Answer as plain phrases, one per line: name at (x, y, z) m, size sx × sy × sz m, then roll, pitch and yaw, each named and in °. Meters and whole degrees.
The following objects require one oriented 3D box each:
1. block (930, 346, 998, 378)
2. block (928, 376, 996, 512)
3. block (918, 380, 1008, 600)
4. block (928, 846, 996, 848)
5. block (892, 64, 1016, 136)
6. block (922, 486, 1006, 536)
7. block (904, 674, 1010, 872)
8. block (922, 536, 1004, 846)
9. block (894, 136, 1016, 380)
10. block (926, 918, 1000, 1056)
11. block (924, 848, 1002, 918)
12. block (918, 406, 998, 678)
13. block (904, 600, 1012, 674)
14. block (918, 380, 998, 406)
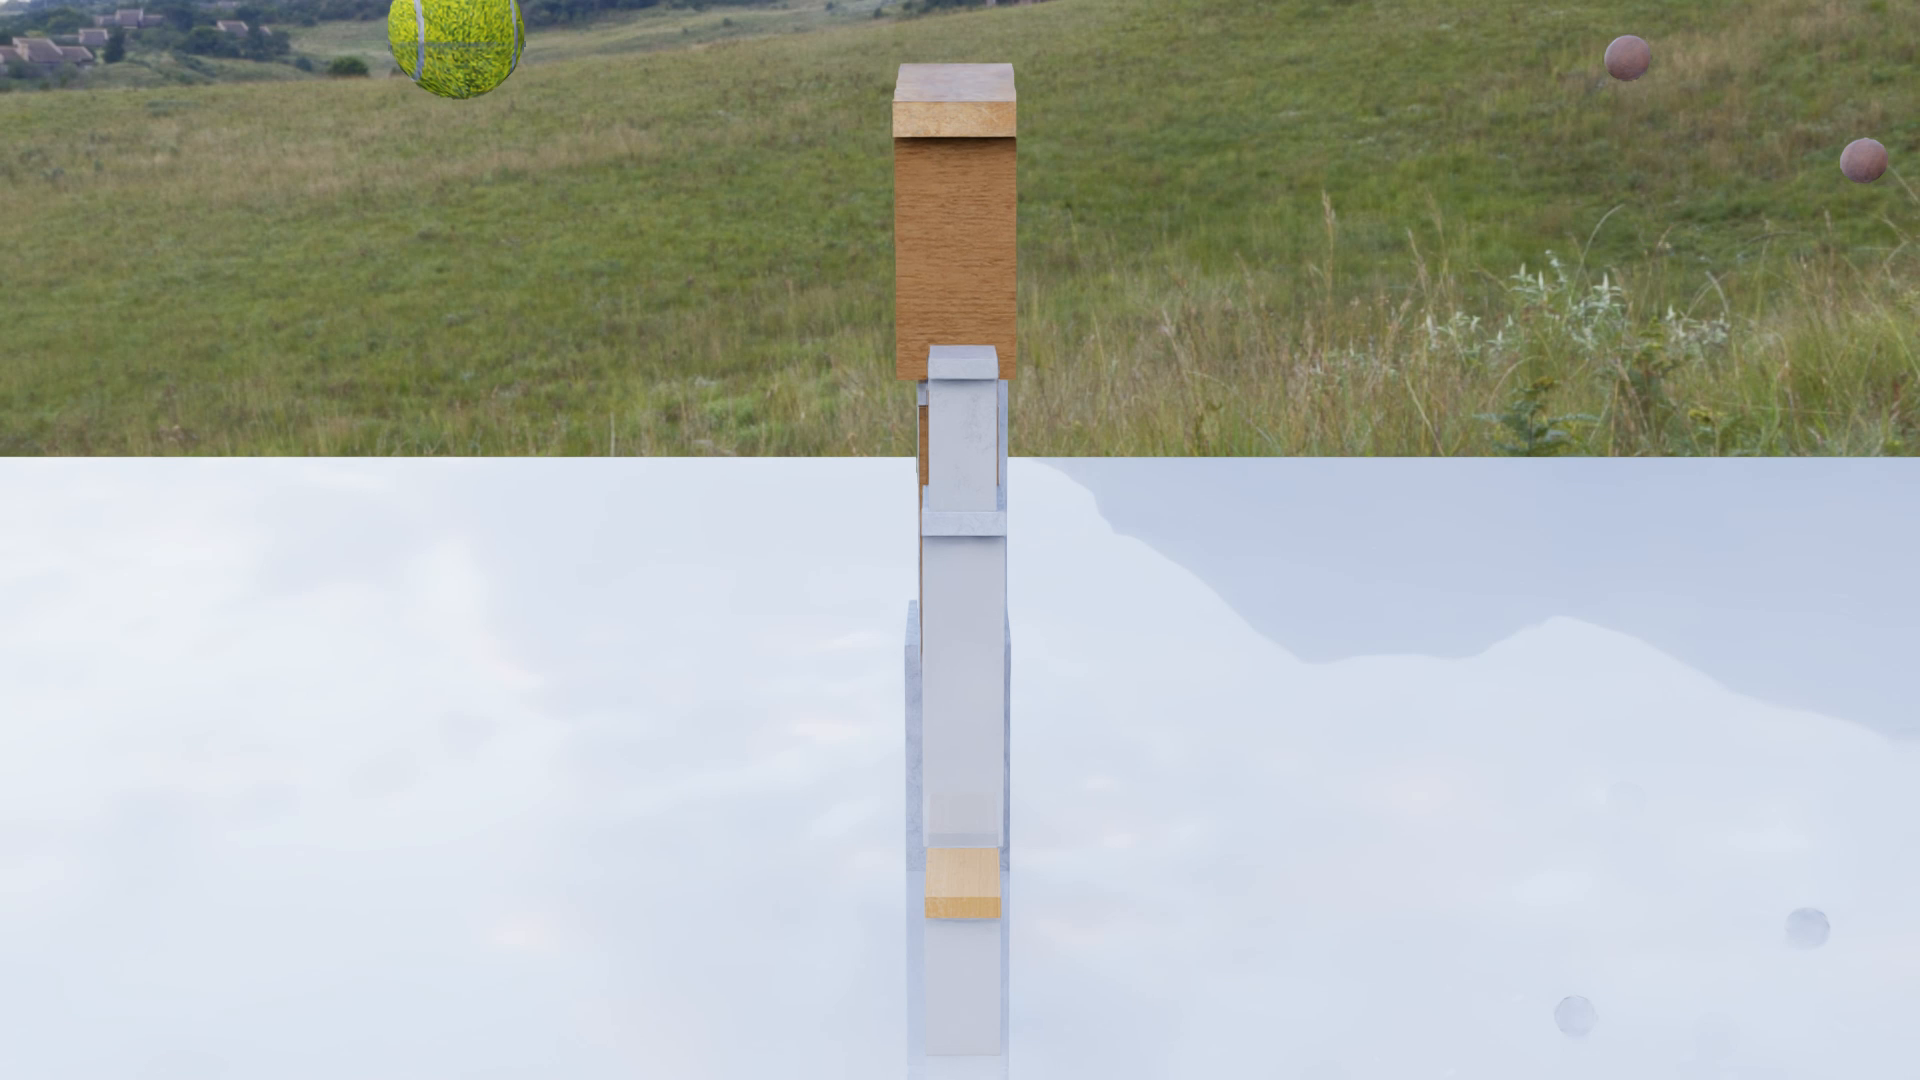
block at (0.004, -0.255, 3.140) m, size 0.095 × 0.027 × 0.190 m, roll 0°, pitch 11°, yaw 0°
block at (0.004, -0.137, 3.099) m, size 0.095 × 0.190 × 0.027 m, roll 0°, pitch 11°, yaw 0°
block at (0.005, -0.105, 4.168) m, size 0.169 × 1.184 × 0.048 m, roll 0°, pitch 11°, yaw 0°
block at (0.003, 0.443, 3.300) m, size 0.099 × 0.028 × 0.198 m, roll 0°, pitch 11°, yaw 0°
block at (-0.006, -0.670, 3.338) m, size 0.178 × 0.050 × 0.356 m, roll 0°, pitch 21°, yaw 0°
block at (0.004, -0.045, 3.211) m, size 0.117 × 0.033 × 0.234 m, roll 0°, pitch 11°, yaw 0°
block at (-0.004, 0.389, 3.773) m, size 0.179 × 0.357 × 0.051 m, roll 0°, pitch 11°, yaw 0°
block at (0.005, 0.215, 3.178) m, size 0.117 × 0.464 × 0.033 m, roll 0°, pitch 10°, yaw 0°
block at (-0.006, -0.421, 3.269) m, size 0.178 × 0.363 × 0.050 m, roll 0°, pitch 11°, yaw 0°
block at (0.004, 0.605, 3.022) m, size 0.103 × 0.206 × 0.029 m, roll 0°, pitch 11°, yaw 0°
block at (0.004, 0.477, 3.068) m, size 0.103 × 0.029 × 0.206 m, roll 0°, pitch 11°, yaw 0°
block at (-0.002, 0.001, 3.396) m, size 0.121 × 0.431 × 0.034 m, roll 0°, pitch 12°, yaw -1°
block at (-0.004, 0.167, 3.852) m, size 0.179 × 0.051 × 0.357 m, roll 0°, pitch 11°, yaw 0°
block at (-0.002, -0.268, 3.415) m, size 0.121 × 0.034 × 0.241 m, roll 0°, pitch 24°, yaw 0°
